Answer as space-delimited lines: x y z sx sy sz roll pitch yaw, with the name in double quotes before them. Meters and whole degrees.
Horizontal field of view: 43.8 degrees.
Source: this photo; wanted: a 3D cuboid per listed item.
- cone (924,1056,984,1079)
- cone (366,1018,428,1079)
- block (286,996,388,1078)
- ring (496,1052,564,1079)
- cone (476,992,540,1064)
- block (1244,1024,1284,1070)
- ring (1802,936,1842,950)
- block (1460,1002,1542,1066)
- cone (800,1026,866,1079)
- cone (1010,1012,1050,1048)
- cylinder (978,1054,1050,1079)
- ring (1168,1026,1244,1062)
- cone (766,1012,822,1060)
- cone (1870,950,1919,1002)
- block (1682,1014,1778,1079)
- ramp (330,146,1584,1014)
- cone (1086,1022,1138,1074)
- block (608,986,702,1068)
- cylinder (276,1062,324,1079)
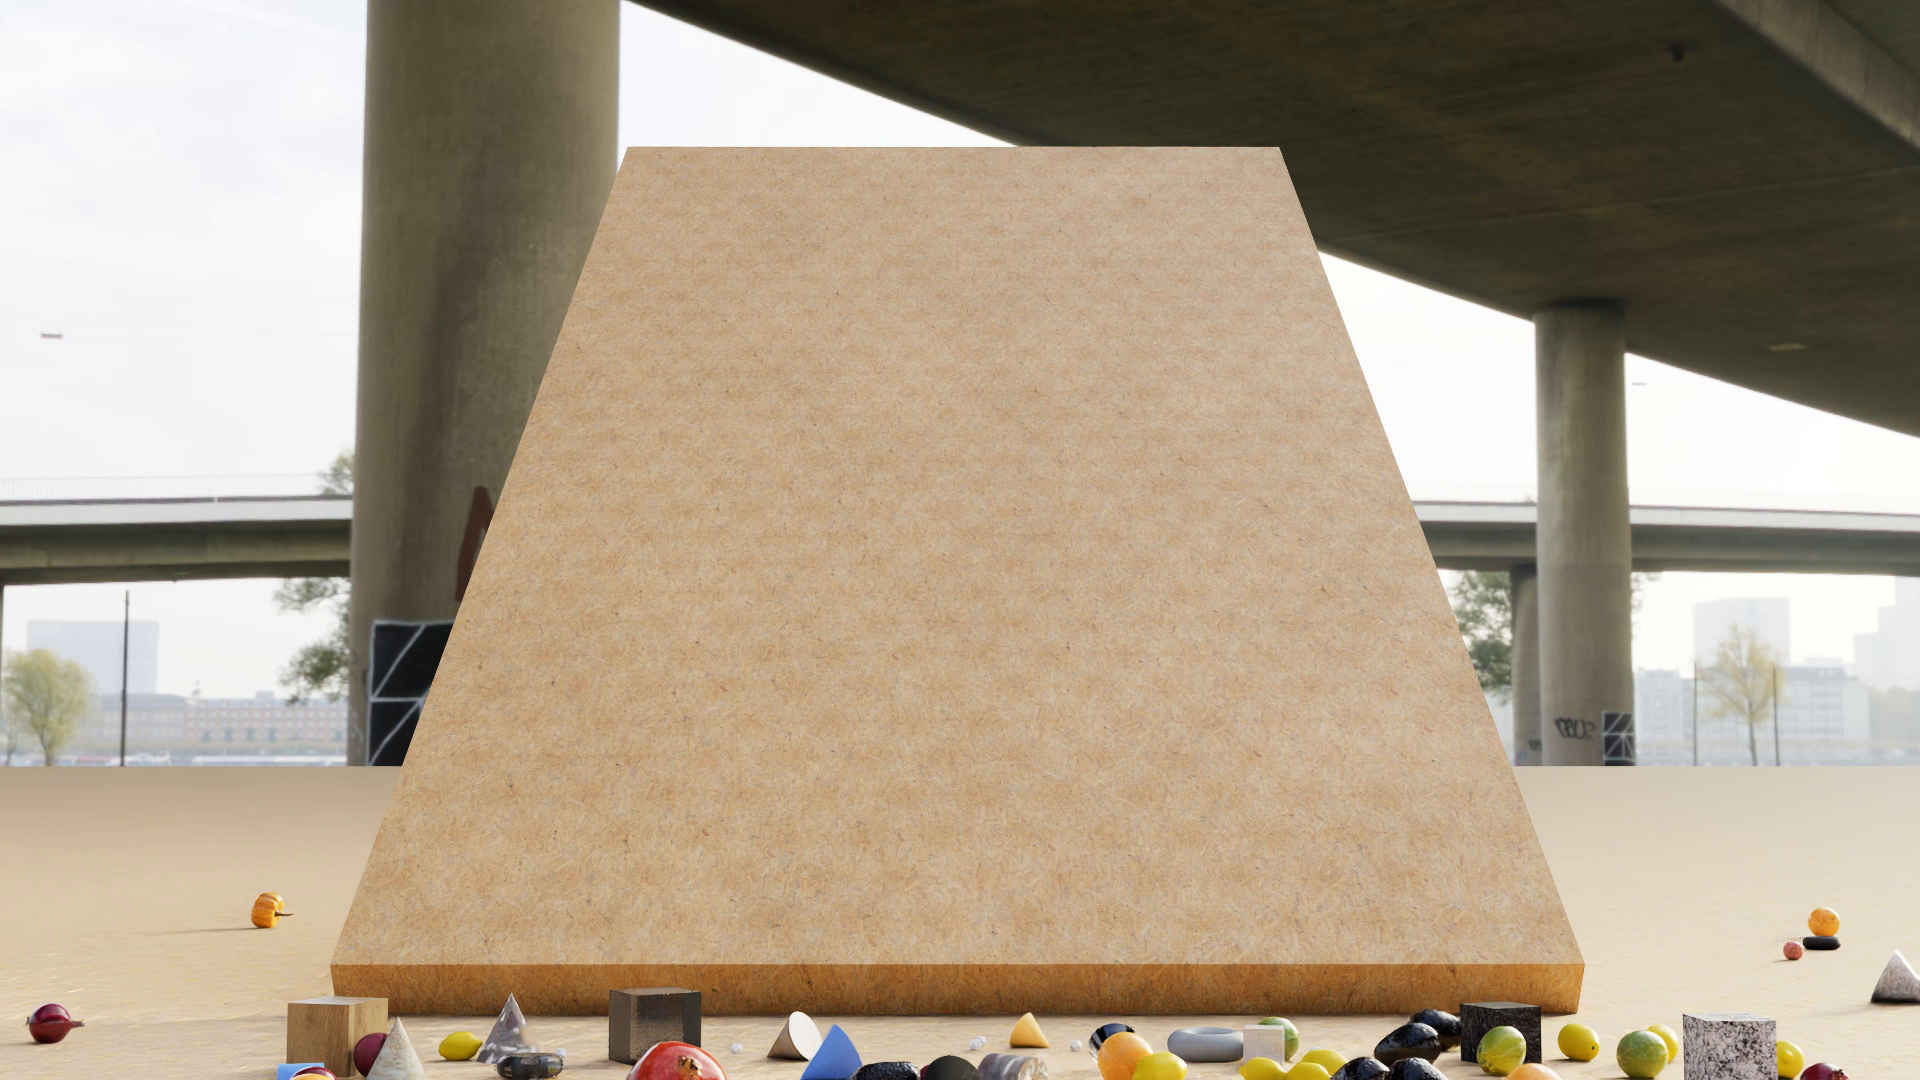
"cone" -0.023 0.643 2.730 0.081 0.081 0.081 3 -33 -30
"cone" -0.715 0.648 3.035 0.082 0.082 0.082 0 -5 0
"block" -0.818 0.652 3.139 0.092 0.092 0.092 -2 -6 19
"ring" -0.556 0.679 3.085 0.086 0.029 0.086 -1 -6 0
"cone" -0.614 0.664 3.264 0.091 0.091 0.091 0 -5 0
"block" 0.407 0.678 3.192 0.052 0.052 0.052 -1 -5 11
"ring" 1.868 0.873 5.174 0.080 0.027 0.080 -1 -6 0
"block" 0.733 0.669 3.239 0.076 0.076 0.076 3 -6 -26
"cone" -0.174 0.672 3.041 0.078 0.078 0.078 -27 5 -22
"cone" 0.108 0.711 3.401 0.054 0.054 0.054 27 8 27
"cylinder" 0.061 0.637 2.803 0.062 0.062 0.062 -8 -9 40
"ring" 0.341 0.693 3.278 0.113 0.038 0.113 0 -4 0
"cone" -0.239 0.695 3.275 0.072 0.072 0.072 -32 -18 22
"cone" 1.607 0.759 4.031 0.096 0.096 0.096 28 9 28
"block" 0.963 0.641 2.987 0.087 0.087 0.087 0 -5 -3
"ramp" -0.011 -0.222 5.592 2.000 0.100 4.000 0 28 0
"cone" 0.206 0.683 3.135 0.069 0.069 0.069 1 26 -8
"block" -0.415 0.661 3.251 0.094 0.094 0.094 3 -6 -31
"cylinder" -0.776 0.642 2.808 0.052 0.052 0.052 1 -5 -13
